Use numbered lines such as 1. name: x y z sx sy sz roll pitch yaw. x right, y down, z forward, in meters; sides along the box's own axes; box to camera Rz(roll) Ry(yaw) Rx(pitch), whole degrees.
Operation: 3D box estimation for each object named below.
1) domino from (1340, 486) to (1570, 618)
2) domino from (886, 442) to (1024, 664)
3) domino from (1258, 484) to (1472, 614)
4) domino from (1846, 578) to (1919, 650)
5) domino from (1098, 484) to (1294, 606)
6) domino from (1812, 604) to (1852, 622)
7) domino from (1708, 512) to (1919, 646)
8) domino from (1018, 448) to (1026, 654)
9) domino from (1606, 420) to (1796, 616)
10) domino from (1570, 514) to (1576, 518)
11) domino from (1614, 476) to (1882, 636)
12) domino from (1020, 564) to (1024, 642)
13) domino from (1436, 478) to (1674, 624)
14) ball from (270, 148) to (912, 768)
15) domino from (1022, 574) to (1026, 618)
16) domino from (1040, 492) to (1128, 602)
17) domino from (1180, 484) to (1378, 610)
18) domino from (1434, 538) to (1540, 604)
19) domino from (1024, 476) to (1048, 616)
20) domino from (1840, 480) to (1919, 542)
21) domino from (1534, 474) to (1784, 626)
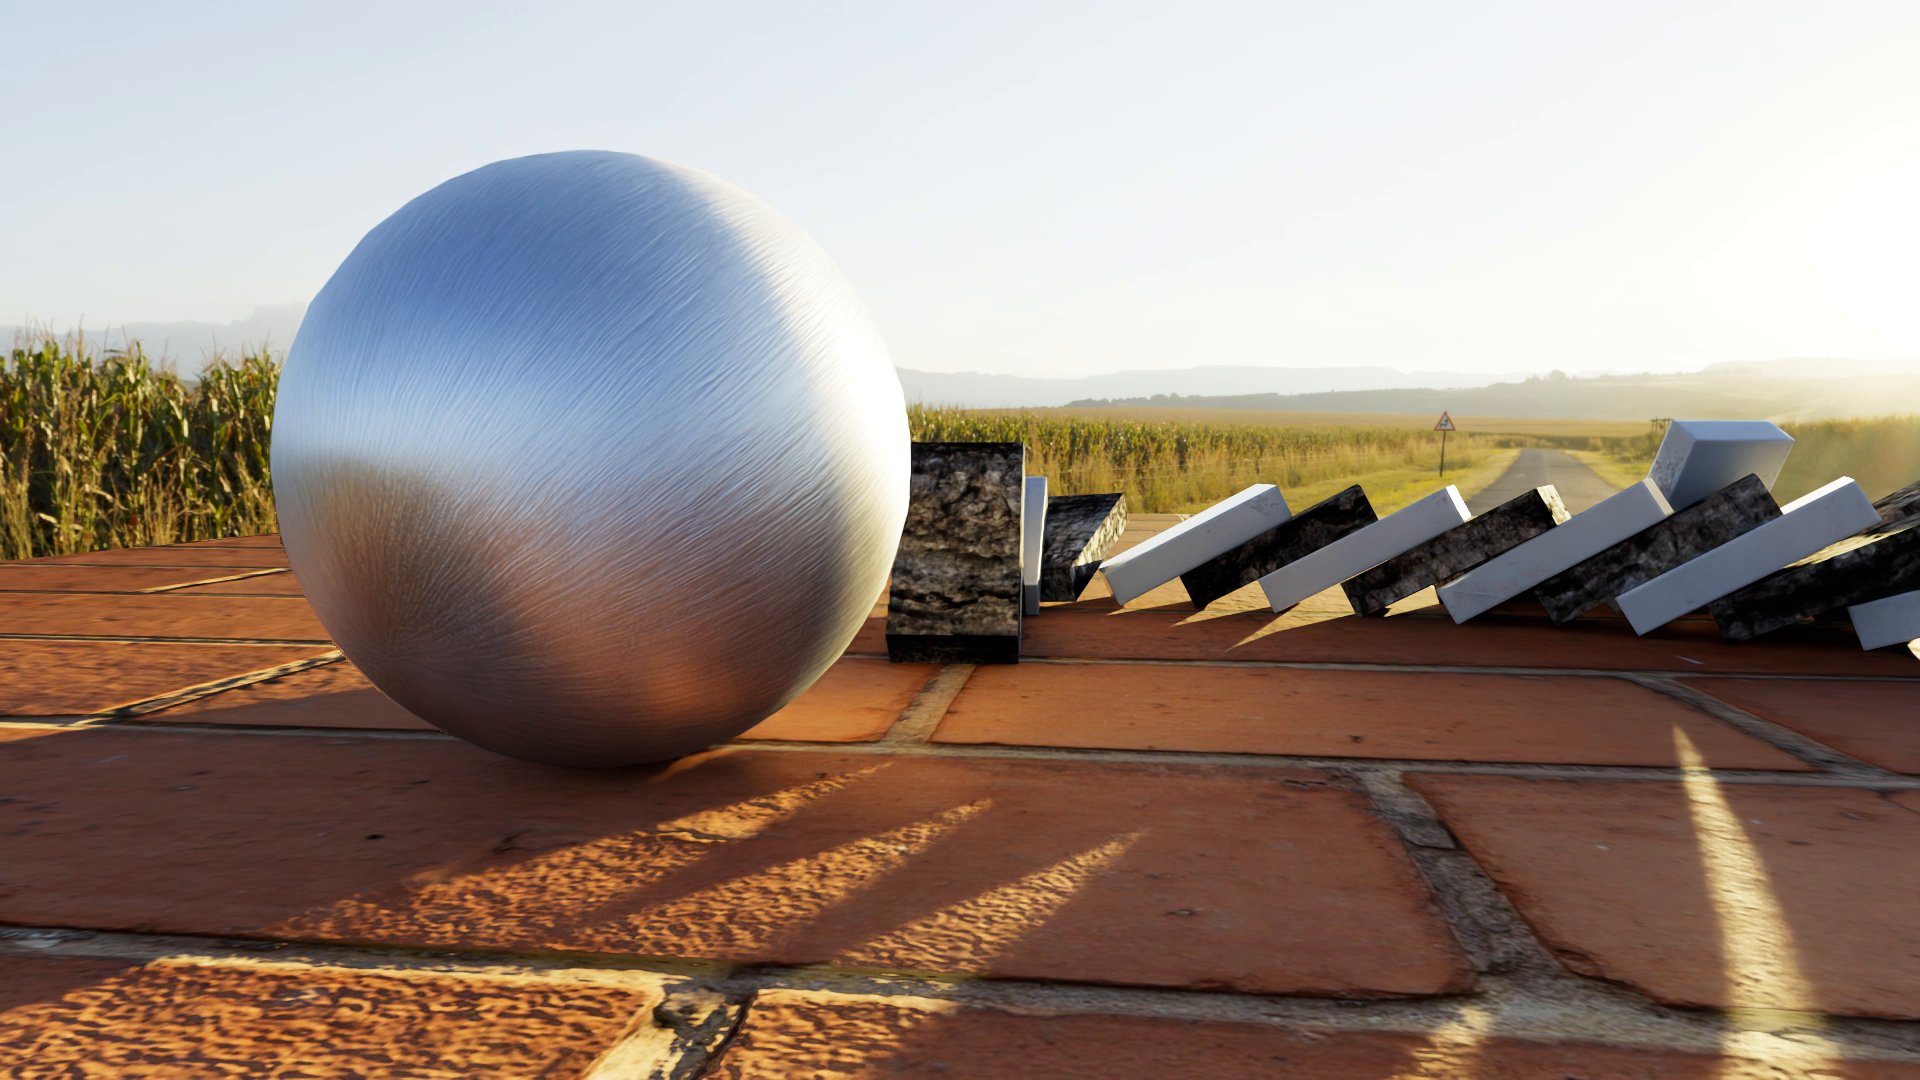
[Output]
1. domino: 0.120 0.003 0.312 0.050 0.009 0.025 -31 -13 30
2. domino: 0.000 0.002 0.261 0.025 0.050 0.009 0 -39 4
3. domino: 0.102 0.002 0.324 0.050 0.009 0.025 -29 -9 24
4. domino: 0.210 0.009 0.260 0.050 0.009 0.025 -22 -3 34
5. domino: 0.062 0.001 0.344 0.050 0.010 0.025 -27 2 3
6. domino: 0.225 0.000 0.301 0.050 0.009 0.025 -36 4 -11
7. domino: 0.186 0.007 0.271 0.050 0.009 0.025 -28 -10 28
8. domino: 0.001 0.001 0.274 0.025 0.050 0.009 0 -39 4
9. domino: 0.176 -0.005 0.309 0.025 0.050 0.009 -1 34 -8
10. domino: 0.176 0.004 0.360 0.050 0.009 0.025 2 -34 22
11. domino: 0.171 0.004 0.280 0.050 0.009 0.025 -34 -13 28
12. domino: 0.002 0.000 0.287 0.025 0.050 0.009 0 -39 4
13. domino: 0.139 0.003 0.301 0.050 0.009 0.025 -35 -15 29
14. ball: -0.046 -0.010 0.171 0.080 0.080 0.080 0 4 0
15. domino: 0.002 0.001 0.319 0.025 0.010 0.050 -4 35 0
16. domino: 0.027 0.002 0.357 0.025 0.009 0.050 -2 24 26
17. domino: 0.083 0.001 0.335 0.050 0.010 0.025 -28 -4 15
18. domino: 0.154 0.007 0.339 0.050 0.009 0.025 -1 -28 -14
19. domino: 0.009 0.001 0.336 0.025 0.009 0.050 0 34 7
20. domino: 0.201 0.003 0.293 0.050 0.009 0.025 -34 -10 23
21. domino: 0.157 0.002 0.291 0.050 0.010 0.025 -34 -13 27
